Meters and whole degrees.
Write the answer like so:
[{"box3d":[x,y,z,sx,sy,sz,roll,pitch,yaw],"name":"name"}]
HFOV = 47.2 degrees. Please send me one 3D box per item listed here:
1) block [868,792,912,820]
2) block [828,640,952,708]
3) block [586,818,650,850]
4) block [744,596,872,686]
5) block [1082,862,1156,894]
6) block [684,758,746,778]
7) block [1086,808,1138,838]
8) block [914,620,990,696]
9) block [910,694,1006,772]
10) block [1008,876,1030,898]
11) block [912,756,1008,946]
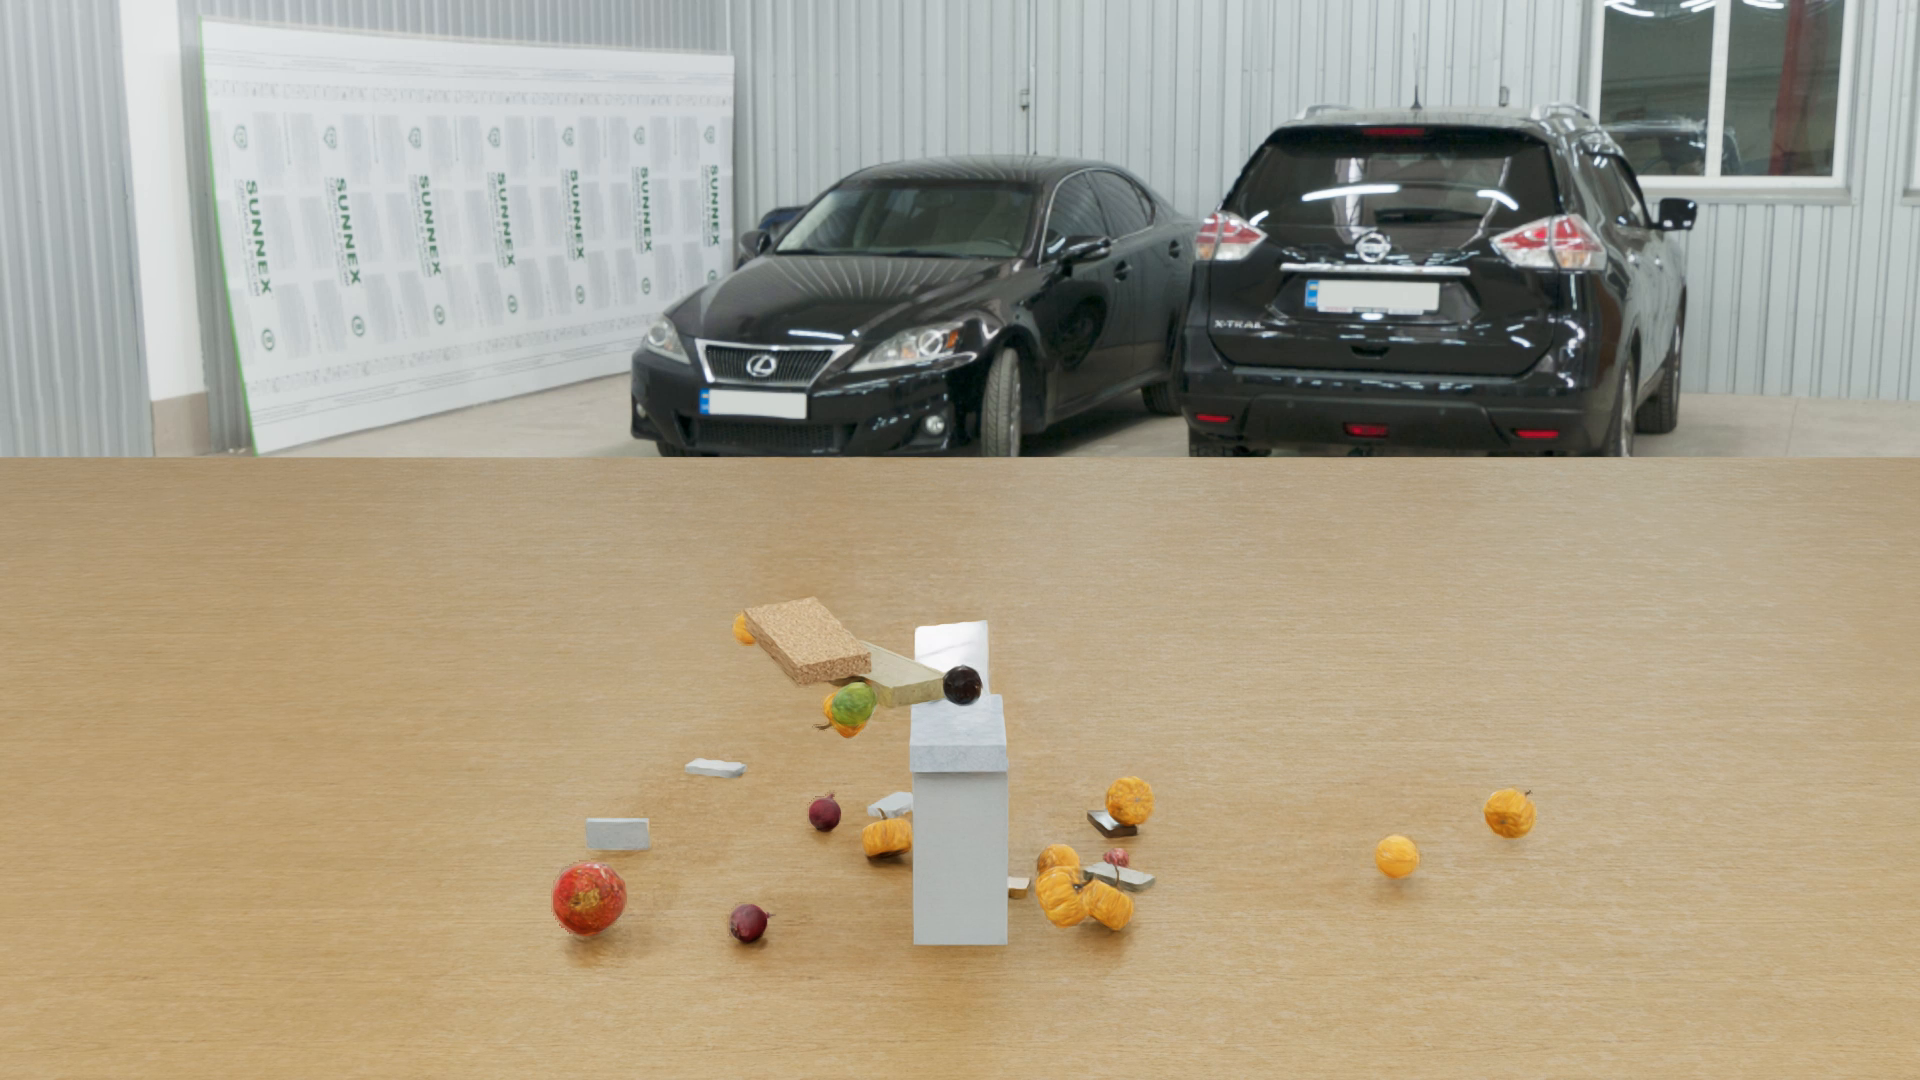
[{"box3d":[-0.120,0.497,4.126,0.054,0.015,0.115,6,12,28],"name":"block"},{"box3d":[-0.140,0.223,3.663,0.126,0.036,0.252,-9,16,-37],"name":"block"},{"box3d":[-0.604,0.520,3.892,0.109,0.054,0.015,0,19,2],"name":"block"},{"box3d":[-0.253,0.165,3.617,0.126,0.036,0.252,-10,23,-23],"name":"block"},{"box3d":[0.269,0.571,3.717,0.111,0.016,0.055,10,14,34],"name":"block"},{"box3d":[-0.485,0.453,4.363,0.109,0.015,0.054,4,11,20],"name":"block"},{"box3d":[0.277,0.517,4.017,0.058,0.016,0.116,-3,11,-15],"name":"block"},{"box3d":[-0.013,0.221,3.758,0.126,0.036,0.252,-6,27,3],"name":"block"},{"box3d":[-0.004,0.303,3.478,0.147,0.042,0.294,0,11,0],"name":"block"},{"box3d":[0.059,0.580,3.681,0.111,0.016,0.055,2,11,9],"name":"block"},{"box3d":[0.001,0.485,3.425,0.147,0.294,0.042,0,12,0],"name":"block"}]
